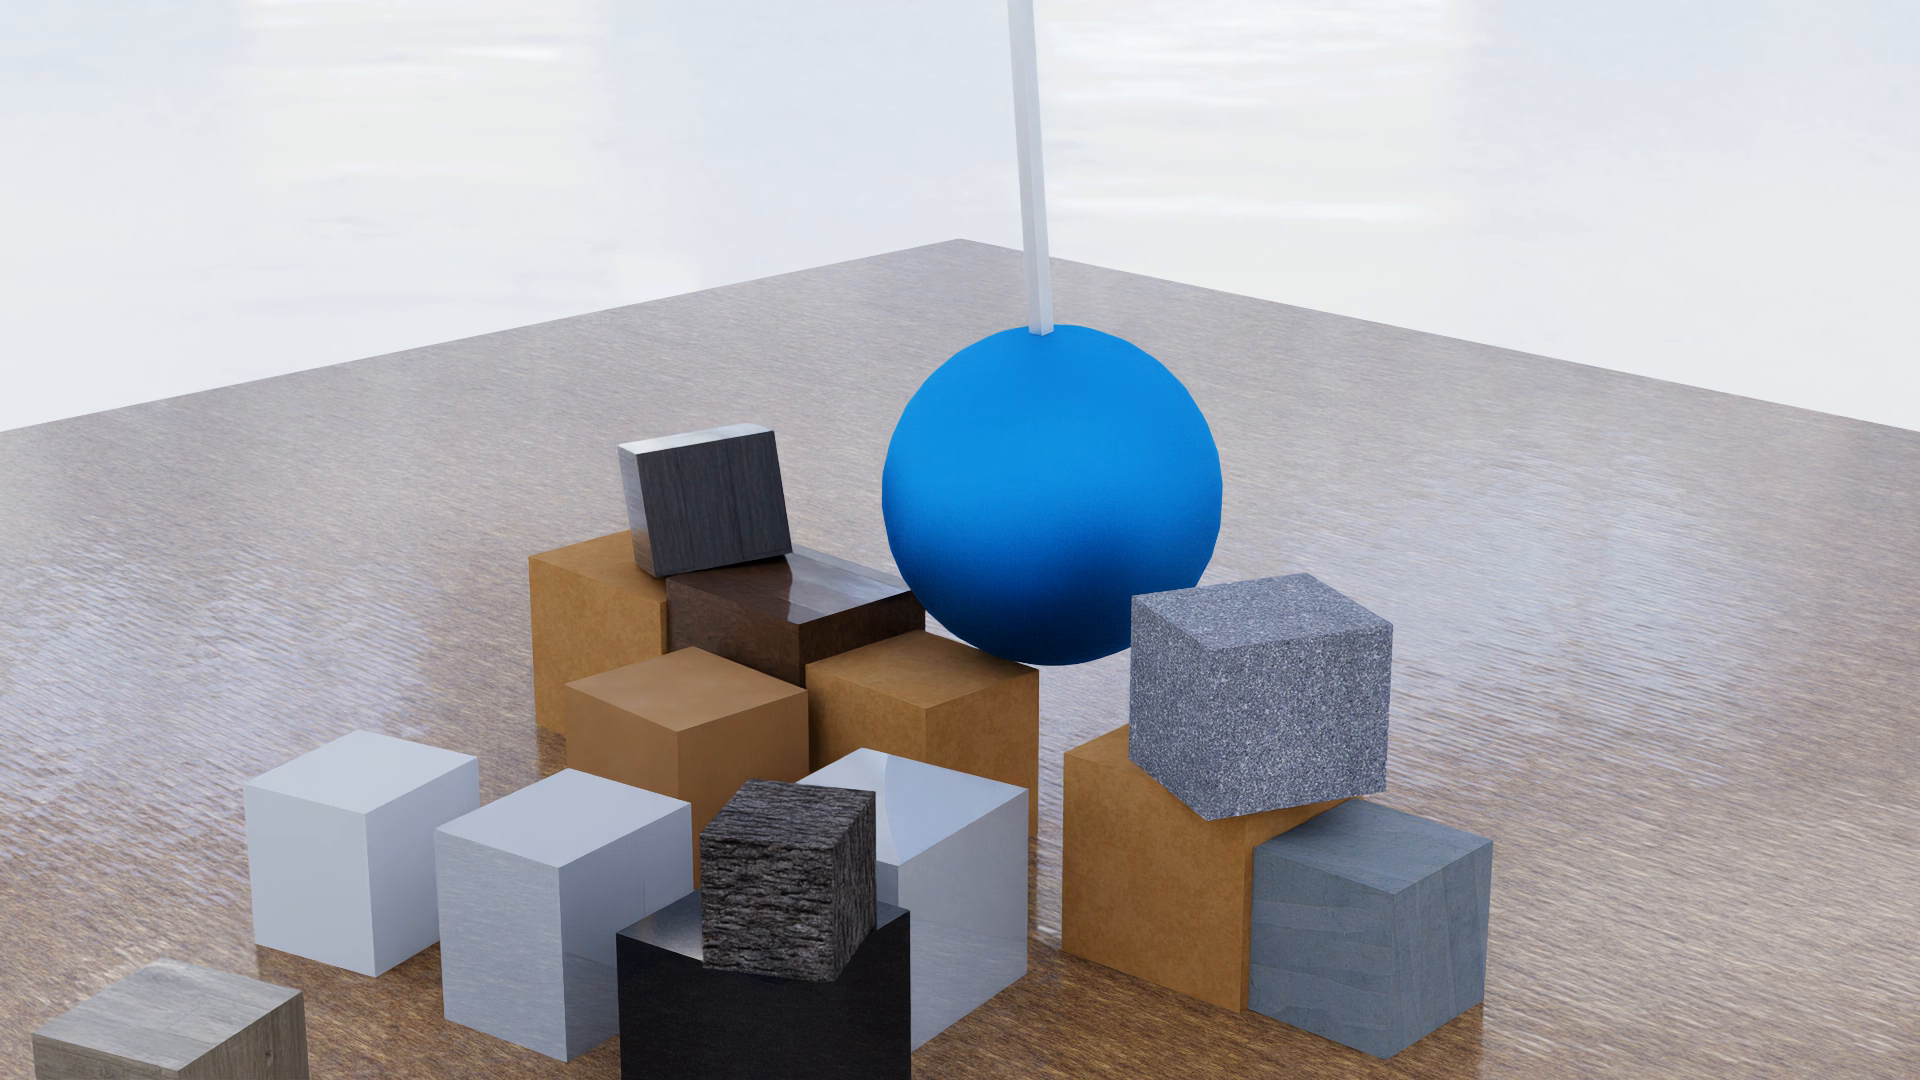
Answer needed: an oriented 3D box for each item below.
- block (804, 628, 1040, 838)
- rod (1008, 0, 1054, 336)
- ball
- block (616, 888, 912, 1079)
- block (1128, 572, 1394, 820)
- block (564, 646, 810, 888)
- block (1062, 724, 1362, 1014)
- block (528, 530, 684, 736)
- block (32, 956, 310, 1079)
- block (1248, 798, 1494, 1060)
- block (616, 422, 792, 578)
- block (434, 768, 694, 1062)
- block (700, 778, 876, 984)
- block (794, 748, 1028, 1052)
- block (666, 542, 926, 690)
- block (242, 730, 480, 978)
[{"bbox_3d":[-0.178,0.989,13.817,0.737,0.827,0.813,-16,24,-42],"label":"block"},{"bbox_3d":[0.187,-3.364,12.480,0.080,5.200,0.080,17,30,42],"label":"rod"},{"bbox_3d":[0.431,-0.210,13.727,1.600,1.600,1.600,0,17,0],"label":"ball"},{"bbox_3d":[-0.737,1.827,11.165,0.784,0.819,0.792,12,21,33],"label":"block"},{"bbox_3d":[1.227,0.630,12.076,0.819,0.724,0.727,-7,19,-21],"label":"block"},{"bbox_3d":[-1.272,1.054,13.692,0.768,0.780,0.846,-16,23,-41],"label":"block"},{"bbox_3d":[1.082,1.329,12.589,0.938,0.916,0.881,14,22,38],"label":"block"},{"bbox_3d":[-1.530,0.539,15.101,0.876,0.916,1.056,-17,24,-42],"label":"block"},{"bbox_3d":[-2.899,2.028,10.842,0.670,0.629,0.703,8,19,24],"label":"block"},{"bbox_3d":[1.691,1.587,12.090,0.683,0.723,0.722,15,23,40],"label":"block"},{"bbox_3d":[-1.281,-0.209,14.657,0.693,0.615,0.600,-10,9,-14],"label":"block"},{"bbox_3d":[-1.615,1.527,12.076,0.676,0.845,0.802,12,21,33],"label":"block"},{"bbox_3d":[-0.623,1.245,10.777,0.497,0.525,0.552,5,18,14],"label":"block"},{"bbox_3d":[-0.332,1.489,12.196,0.851,0.845,0.953,11,21,32],"label":"block"},{"bbox_3d":[-0.801,0.697,14.397,0.821,1.037,0.973,-16,24,-42],"label":"block"},{"bbox_3d":[-2.588,1.352,12.792,0.676,0.749,0.742,10,20,28],"label":"block"}]
